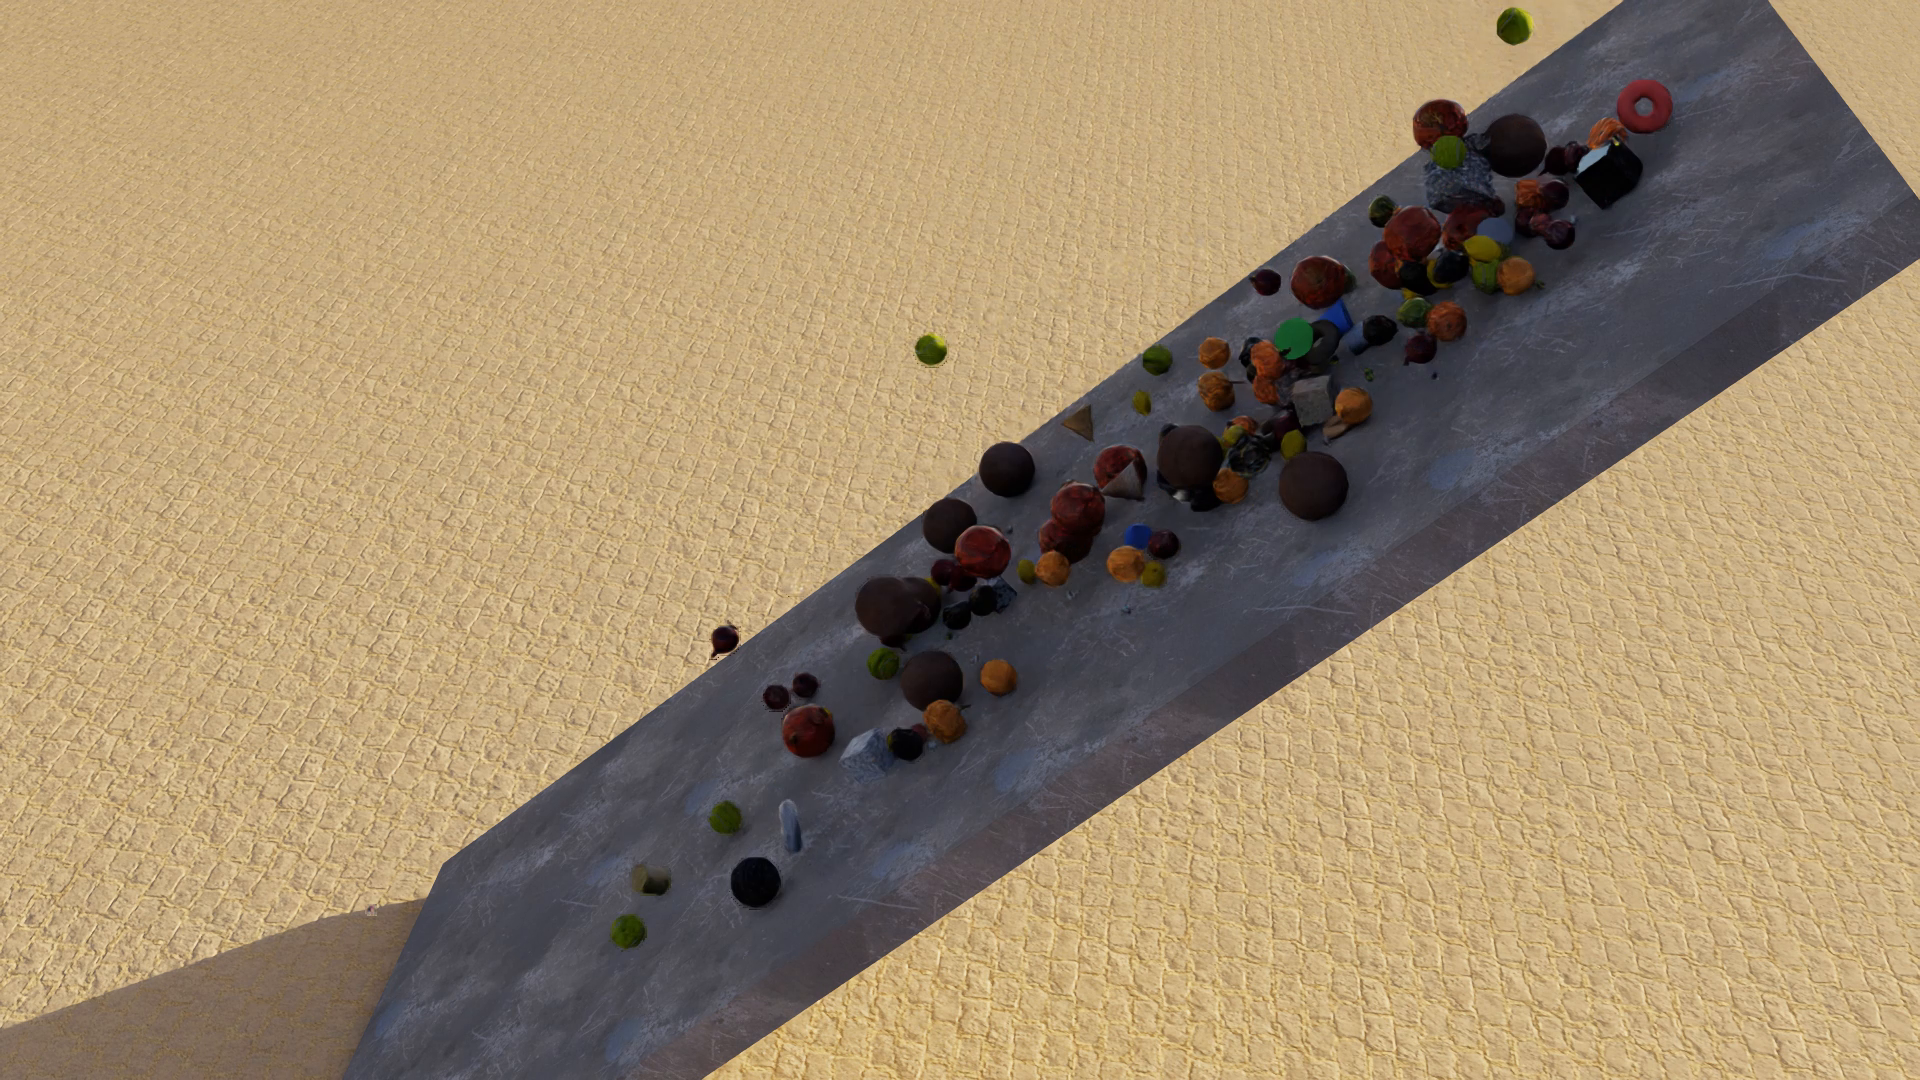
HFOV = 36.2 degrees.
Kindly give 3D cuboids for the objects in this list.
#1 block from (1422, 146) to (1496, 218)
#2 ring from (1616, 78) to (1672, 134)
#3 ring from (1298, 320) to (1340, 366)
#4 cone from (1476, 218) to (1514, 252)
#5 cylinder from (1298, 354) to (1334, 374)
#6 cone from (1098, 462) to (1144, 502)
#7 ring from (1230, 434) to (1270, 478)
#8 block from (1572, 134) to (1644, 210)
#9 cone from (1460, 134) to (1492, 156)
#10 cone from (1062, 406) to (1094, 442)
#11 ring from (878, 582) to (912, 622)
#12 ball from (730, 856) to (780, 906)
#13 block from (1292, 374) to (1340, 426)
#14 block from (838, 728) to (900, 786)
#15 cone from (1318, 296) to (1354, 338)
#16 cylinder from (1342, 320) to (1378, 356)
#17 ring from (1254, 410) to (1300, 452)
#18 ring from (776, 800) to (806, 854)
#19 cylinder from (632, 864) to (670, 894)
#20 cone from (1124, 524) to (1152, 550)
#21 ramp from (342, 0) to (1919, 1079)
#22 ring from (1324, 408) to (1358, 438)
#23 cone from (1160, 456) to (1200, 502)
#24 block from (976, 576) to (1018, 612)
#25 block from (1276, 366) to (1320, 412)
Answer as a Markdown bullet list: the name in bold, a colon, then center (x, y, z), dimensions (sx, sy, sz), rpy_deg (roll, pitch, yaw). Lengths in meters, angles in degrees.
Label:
- **block**: center (1.017, -0.728, 5.989), dimensions (0.096, 0.096, 0.096), rpy_deg (13, -29, -36)
- **ring**: center (1.359, -0.861, 5.840), dimensions (0.110, 0.110, 0.037), rpy_deg (0, 10, 1)
- **ring**: center (0.736, -0.406, 6.057), dimensions (0.035, 0.106, 0.106), rpy_deg (36, 1, -36)
- **cone**: center (1.067, -0.598, 5.912), dimensions (0.074, 0.074, 0.074), rpy_deg (1, 67, -2)
- **cylinder**: center (0.740, -0.373, 6.106), dimensions (0.052, 0.052, 0.052), rpy_deg (24, 66, 42)
- **cone**: center (0.330, -0.109, 6.134), dimensions (0.089, 0.089, 0.089), rpy_deg (-17, 24, 3)
- **ring**: center (0.569, -0.164, 5.774), dimensions (0.087, 0.087, 0.029), rpy_deg (17, -4, 33)
- **block**: center (1.262, -0.716, 5.723), dimensions (0.086, 0.086, 0.086), rpy_deg (-37, 14, 40)
- **cone**: center (1.057, -0.787, 6.016), dimensions (0.064, 0.064, 0.064), rpy_deg (-7, 40, 6)
- **cone**: center (0.285, -0.252, 6.707), dimensions (0.078, 0.078, 0.078), rpy_deg (-33, -5, -3)
- **ring**: center (-0.147, 0.141, 6.657), dimensions (0.035, 0.104, 0.104), rpy_deg (33, 14, -22)
- **ball**: center (-0.408, 0.682, 5.869), dimensions (0.099, 0.099, 0.099), rpy_deg (0, 24, 0)
- **block**: center (0.707, -0.277, 5.842), dimensions (0.071, 0.071, 0.071), rpy_deg (-11, 21, 20)
- **block**: center (-0.186, 0.445, 6.035), dimensions (0.074, 0.074, 0.074), rpy_deg (-28, 20, 39)
- **cone**: center (0.761, -0.444, 6.110), dimensions (0.096, 0.096, 0.096), rpy_deg (-21, 20, 14)
- **cylinder**: center (0.821, -0.415, 6.028), dimensions (0.053, 0.053, 0.053), rpy_deg (-37, 16, 18)
- **ring**: center (0.639, -0.218, 5.953), dimensions (0.115, 0.038, 0.115), rpy_deg (-36, 17, 13)
- **ring**: center (-0.345, 0.585, 5.992), dimensions (0.037, 0.110, 0.110), rpy_deg (10, 19, -24)
- **cylinder**: center (-0.670, 0.735, 6.369), dimensions (0.060, 0.060, 0.060), rpy_deg (14, 12, -38)
- **cone**: center (0.355, -0.017, 5.941), dimensions (0.060, 0.060, 0.060), rpy_deg (8, -19, 18)
- **ramp**: center (0.121, 0.185, 6.340), dimensions (4.000, 0.100, 2.000), rpy_deg (-36, 16, 18)
- **ring**: center (0.745, -0.228, 5.753), dimensions (0.077, 0.026, 0.077), rpy_deg (-36, 20, 15)
- **cone**: center (0.466, -0.143, 5.958), dimensions (0.094, 0.094, 0.094), rpy_deg (14, 47, 29)
- **block**: center (0.079, 0.117, 6.334), dimensions (0.055, 0.055, 0.055), rpy_deg (-46, 16, -17)
- **block**: center (0.688, -0.301, 5.956), dimensions (0.064, 0.064, 0.064), rpy_deg (14, 57, -36)
